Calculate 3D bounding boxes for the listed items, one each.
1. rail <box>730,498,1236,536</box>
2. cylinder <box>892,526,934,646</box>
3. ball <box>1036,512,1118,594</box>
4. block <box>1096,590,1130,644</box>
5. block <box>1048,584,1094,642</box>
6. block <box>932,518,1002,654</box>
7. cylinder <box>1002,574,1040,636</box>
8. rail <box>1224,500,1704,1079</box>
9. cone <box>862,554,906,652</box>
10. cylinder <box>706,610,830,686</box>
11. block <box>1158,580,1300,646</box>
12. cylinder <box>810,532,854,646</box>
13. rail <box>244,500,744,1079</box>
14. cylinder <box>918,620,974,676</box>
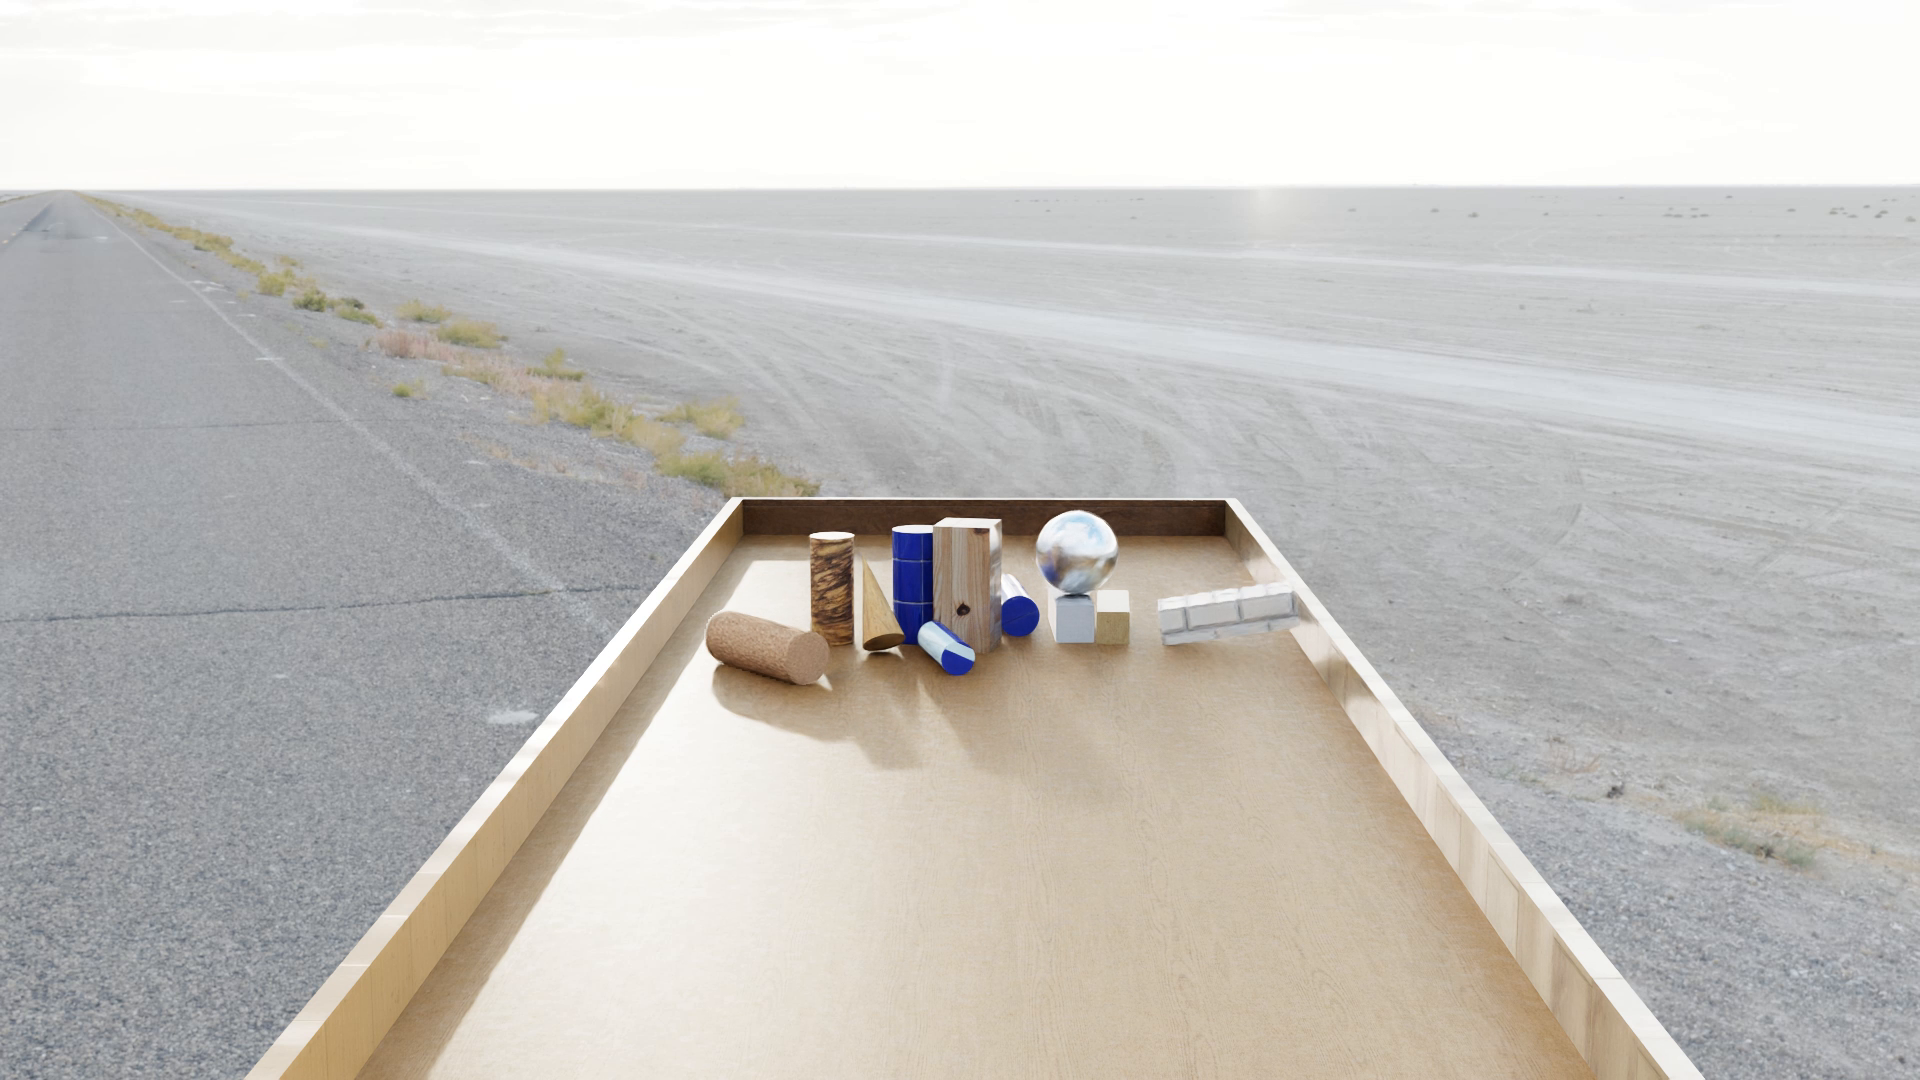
[{"bbox_3d":[0.099,-0.098,9.147,2.100,0.150,0.050,0,9,1],"label":"rail"},{"bbox_3d":[-0.131,0.142,6.971,0.166,0.357,0.166,0,9,0],"label":"cylinder"},{"bbox_3d":[0.378,0.041,7.123,0.269,0.269,0.269,0,9,0],"label":"ball"},{"bbox_3d":[0.495,0.247,7.122,0.103,0.103,0.386,1,9,4],"label":"block"},{"bbox_3d":[0.359,0.234,7.152,0.120,0.120,0.410,0,9,-1],"label":"block"},{"bbox_3d":[0.024,0.140,6.874,0.180,0.392,0.180,2,9,13],"label":"block"},{"bbox_3d":[0.168,0.212,7.246,0.133,0.133,0.417,-1,9,-6],"label":"cylinder"},{"bbox_3d":[1.046,0.843,3.208,0.050,0.150,12.000,0,9,1],"label":"rail"},{"bbox_3d":[-0.269,0.178,6.831,0.136,0.306,0.136,-12,-22,-5],"label":"cone"},{"bbox_3d":[-0.573,0.317,6.511,0.158,0.158,0.416,-7,12,-39],"label":"cylinder"},{"bbox_3d":[0.845,0.230,6.931,0.430,0.117,0.117,-8,15,6],"label":"block"},{"bbox_3d":[-0.403,0.154,6.945,0.139,0.341,0.139,0,9,0],"label":"cylinder"},{"bbox_3d":[-1.004,0.839,3.234,0.050,0.150,12.000,0,9,1],"label":"rail"},{"bbox_3d":[-0.044,0.324,6.637,0.102,0.102,0.328,-2,9,-13],"label":"cylinder"}]
